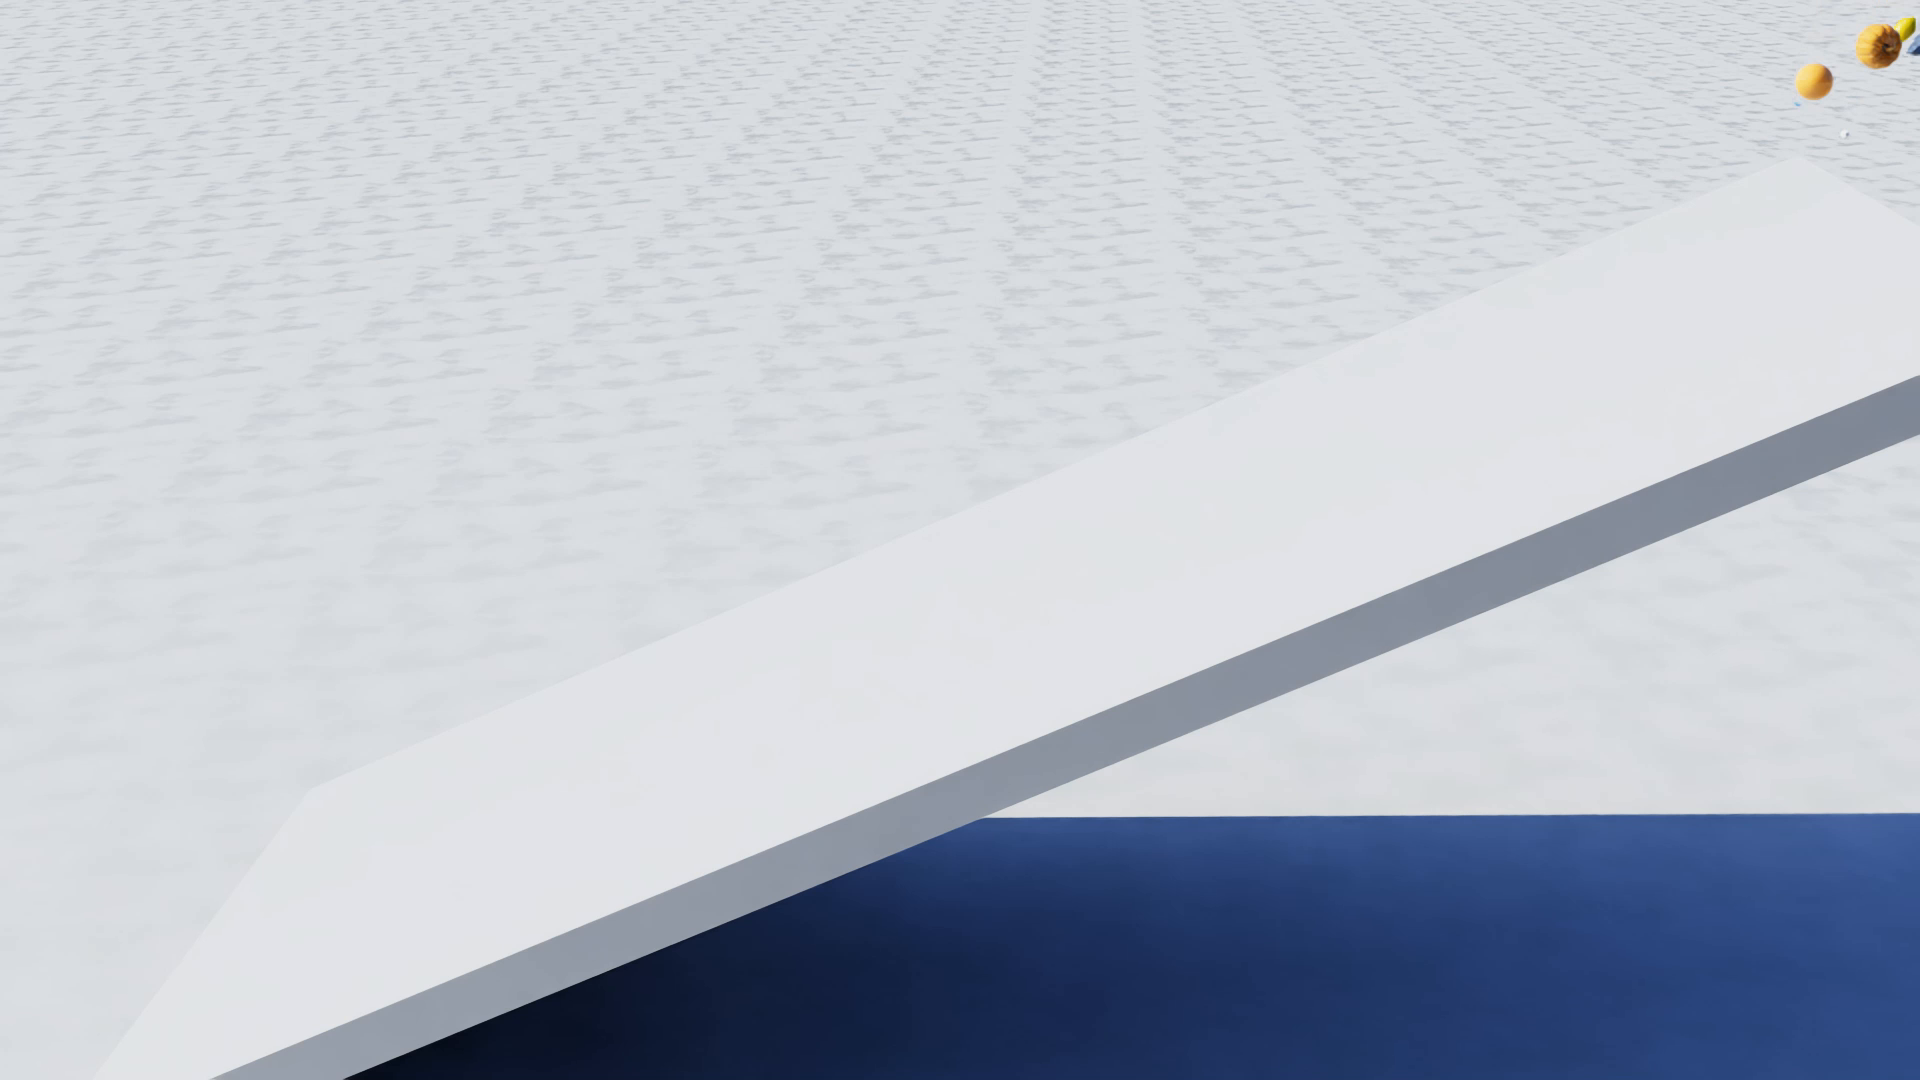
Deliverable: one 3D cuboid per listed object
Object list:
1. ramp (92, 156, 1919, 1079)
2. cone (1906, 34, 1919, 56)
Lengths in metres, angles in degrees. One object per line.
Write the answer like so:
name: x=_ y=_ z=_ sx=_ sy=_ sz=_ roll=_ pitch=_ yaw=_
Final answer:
ramp: x=0.133 y=0.170 z=6.284 sx=4.000 sy=0.100 sz=2.000 roll=-23 pitch=13 yaw=8
cone: x=1.907 y=-0.961 z=5.774 sx=0.065 sy=0.065 sz=0.065 roll=35 pitch=16 yaw=-4
